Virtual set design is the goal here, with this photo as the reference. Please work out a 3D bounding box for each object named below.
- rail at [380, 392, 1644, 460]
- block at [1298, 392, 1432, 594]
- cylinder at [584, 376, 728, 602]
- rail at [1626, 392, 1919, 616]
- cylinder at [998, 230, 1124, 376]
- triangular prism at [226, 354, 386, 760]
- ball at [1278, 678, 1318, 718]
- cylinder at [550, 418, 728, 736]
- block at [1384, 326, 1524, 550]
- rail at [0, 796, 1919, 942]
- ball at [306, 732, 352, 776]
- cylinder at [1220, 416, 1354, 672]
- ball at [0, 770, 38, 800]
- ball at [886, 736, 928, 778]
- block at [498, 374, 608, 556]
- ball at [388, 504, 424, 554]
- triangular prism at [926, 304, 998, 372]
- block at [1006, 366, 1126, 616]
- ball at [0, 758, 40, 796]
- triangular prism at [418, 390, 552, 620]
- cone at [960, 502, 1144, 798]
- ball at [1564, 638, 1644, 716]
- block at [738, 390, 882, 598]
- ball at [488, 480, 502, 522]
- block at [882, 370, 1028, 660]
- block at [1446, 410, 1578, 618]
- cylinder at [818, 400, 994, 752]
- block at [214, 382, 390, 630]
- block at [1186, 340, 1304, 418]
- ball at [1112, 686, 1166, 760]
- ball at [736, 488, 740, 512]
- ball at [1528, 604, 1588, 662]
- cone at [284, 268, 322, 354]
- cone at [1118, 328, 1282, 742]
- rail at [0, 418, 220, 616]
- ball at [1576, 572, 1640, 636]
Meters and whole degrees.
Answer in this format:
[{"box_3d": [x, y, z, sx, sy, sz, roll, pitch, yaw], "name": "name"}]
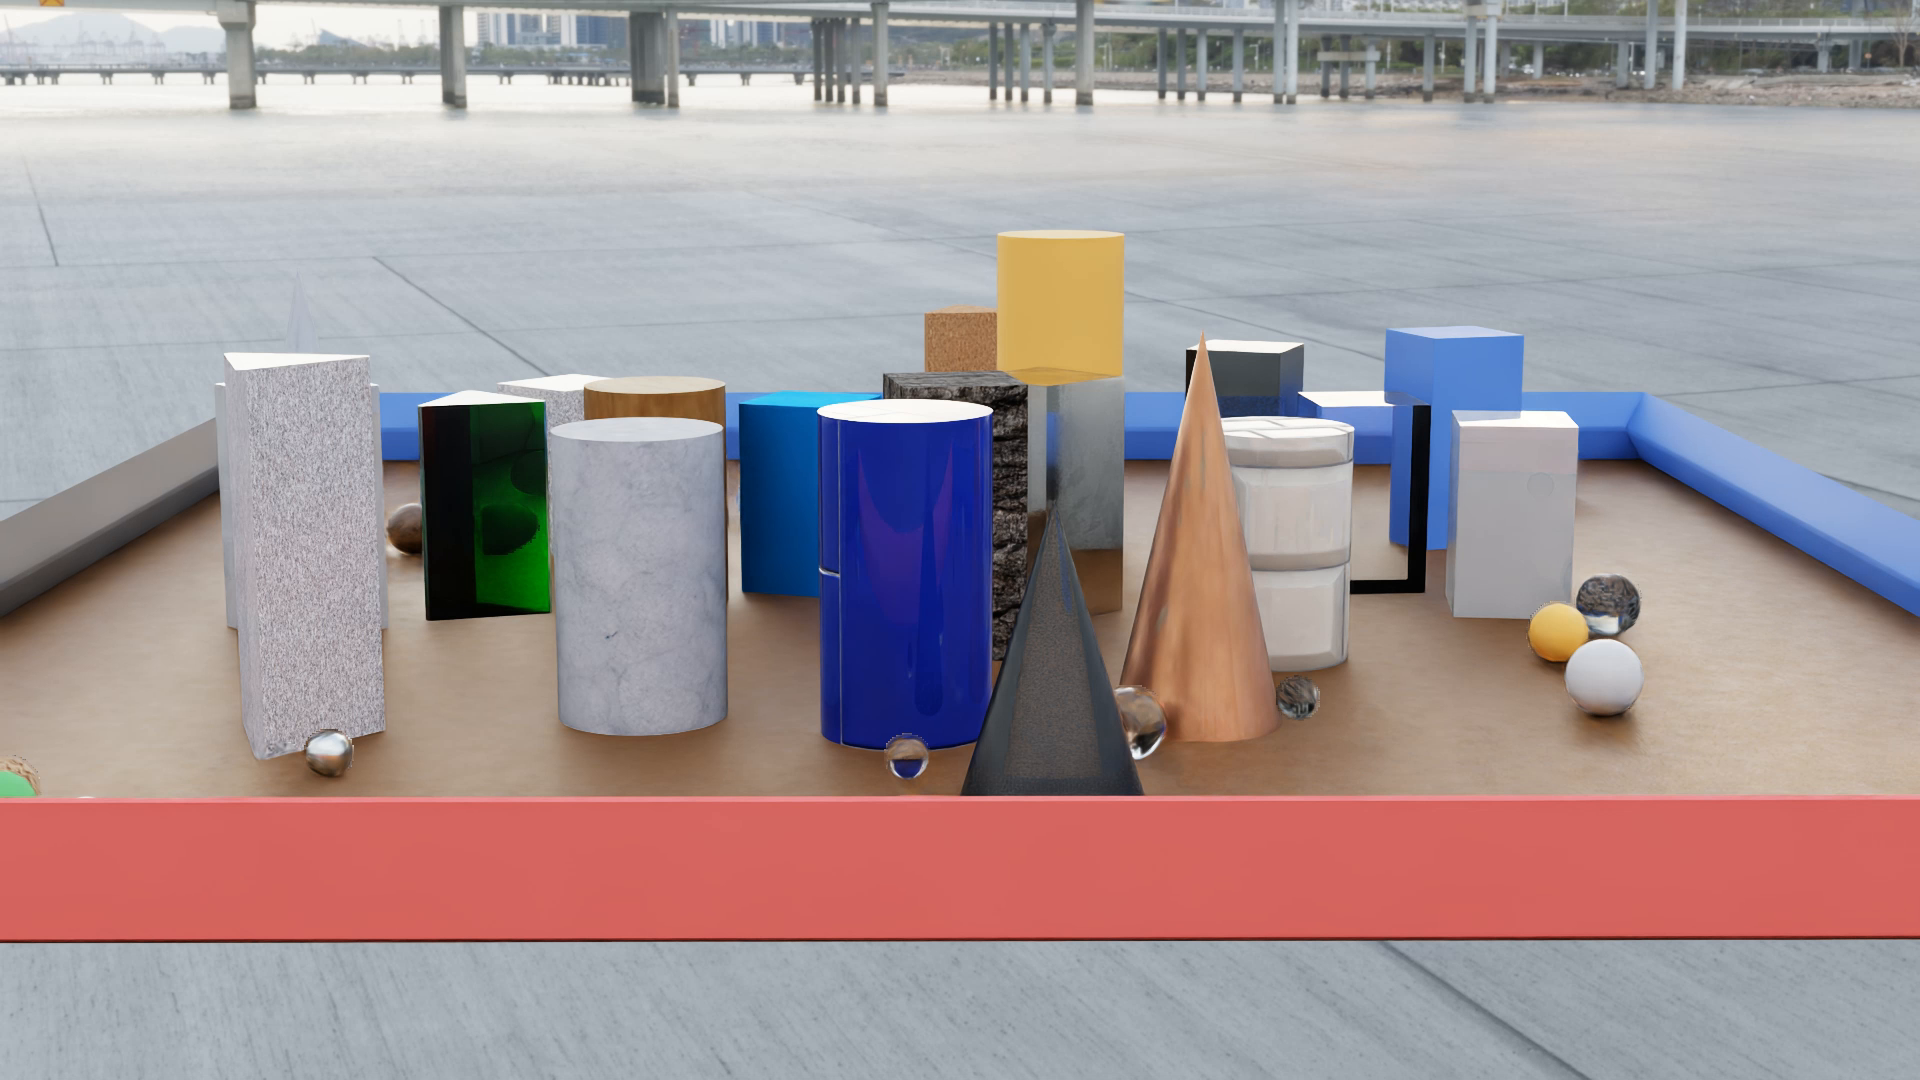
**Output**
[{"box_3d": [-0.008, -0.207, 4.733, 2.556, 0.124, 0.045, 0, 11, 0], "name": "rail"}, {"box_3d": [0.564, -0.068, 3.612, 0.152, 0.263, 0.152, -1, 11, -5], "name": "block"}, {"box_3d": [-0.412, -0.063, 3.491, 0.190, 0.298, 0.190, 0, 11, 0], "name": "cylinder"}, {"box_3d": [1.254, 0.030, 3.456, 0.045, 0.124, 2.660, 0, 11, 0], "name": "rail"}, {"box_3d": [0.151, -0.225, 3.883, 0.190, 0.473, 0.190, 0, 11, 0], "name": "cylinder"}, {"box_3d": [-0.743, 0.009, 2.785, 0.143, 0.414, 0.165, 9, 14, 39], "name": "triangular prism"}, {"box_3d": [0.375, 0.176, 2.848, 0.045, 0.045, 0.045, 0, 11, 0], "name": "ball"}, {"box_3d": [-0.358, 0.037, 2.875, 0.190, 0.326, 0.190, 0, 11, 0], "name": "cylinder"}, {"box_3d": [0.755, -0.160, 3.946, 0.152, 0.321, 0.152, -4, 11, -19], "name": "block"}, {"box_3d": [0.008, 0.271, 2.165, 2.556, 0.124, 0.045, 0, 11, 0], "name": "rail"}, {"box_3d": [-0.651, 0.221, 2.649, 0.047, 0.047, 0.047, 0, 11, 0], "name": "ball"}, {"box_3d": [0.387, 0.002, 3.172, 0.190, 0.286, 0.190, 0, 11, 0], "name": "cylinder"}, {"box_3d": [-0.905, 0.252, 2.415, 0.070, 0.070, 0.070, 0, 11, 0], "name": "ball"}, {"box_3d": [-0.054, 0.224, 2.642, 0.044, 0.044, 0.044, 0, 11, 0], "name": "ball"}, {"box_3d": [-0.591, -0.115, 3.901, 0.152, 0.250, 0.152, 9, 14, 39], "name": "block"}, {"box_3d": [-0.819, -0.016, 3.843, 0.076, 0.076, 0.076, 0, 11, 0], "name": "ball"}, {"box_3d": [0.012, -0.227, 4.304, 0.165, 0.322, 0.143, -2, 11, -10], "name": "triangular prism"}, {"box_3d": [0.111, -0.062, 3.429, 0.152, 0.317, 0.152, 10, 15, 44], "name": "block"}, {"box_3d": [-0.925, 0.243, 2.484, 0.065, 0.065, 0.065, 0, 11, 0], "name": "ball"}, {"box_3d": [-0.648, -0.051, 3.456, 0.165, 0.286, 0.143, -3, 11, -18], "name": "triangular prism"}, {"box_3d": [0.092, 0.112, 2.516, 0.190, 0.309, 0.190, 0, 11, 0], "name": "cone"}, {"box_3d": [0.727, 0.155, 2.893, 0.087, 0.087, 0.087, 0, 11, 0], "name": "ball"}, {"box_3d": [-0.207, -0.066, 3.598, 0.152, 0.264, 0.152, 4, 11, 19], "name": "block"}, {"box_3d": [-0.716, -0.063, 4.094, 0.076, 0.076, 0.076, 0, 11, 0], "name": "ball"}, {"box_3d": [-0.007, -0.031, 3.198, 0.152, 0.341, 0.152, -2, 11, -11], "name": "block"}, {"box_3d": [0.741, -0.036, 3.455, 0.152, 0.257, 0.152, 1, 11, 6], "name": "block"}, {"box_3d": [-0.059, 0.035, 2.805, 0.190, 0.355, 0.190, 0, 11, 0], "name": "cylinder"}, {"box_3d": [-0.853, -0.043, 3.326, 0.152, 0.319, 0.152, -9, 14, -41], "name": "block"}, {"box_3d": [0.454, -0.170, 4.107, 0.152, 0.282, 0.152, 4, 11, 21], "name": "block"}, {"box_3d": [0.178, 0.194, 2.709, 0.078, 0.078, 0.078, 0, 11, 0], "name": "ball"}, {"box_3d": [-0.309, -0.064, 4.060, 0.090, 0.090, 0.090, 0, 11, 0], "name": "ball"}, {"box_3d": [0.736, 0.114, 3.153, 0.072, 0.072, 0.072, 0, 11, 0], "name": "ball"}, {"box_3d": [-0.910, -0.157, 3.570, 0.190, 0.452, 0.190, 0, 11, 0], "name": "cone"}, {"box_3d": [0.265, -0.015, 2.837, 0.190, 0.441, 0.190, 0, 11, 0], "name": "cone"}, {"box_3d": [-1.254, 0.033, 3.442, 0.045, 0.124, 2.660, 0, 11, 0], "name": "rail"}, {"box_3d": [0.834, 0.082, 3.299, 0.081, 0.081, 0.081, 0, 11, 0], "name": "ball"}]
